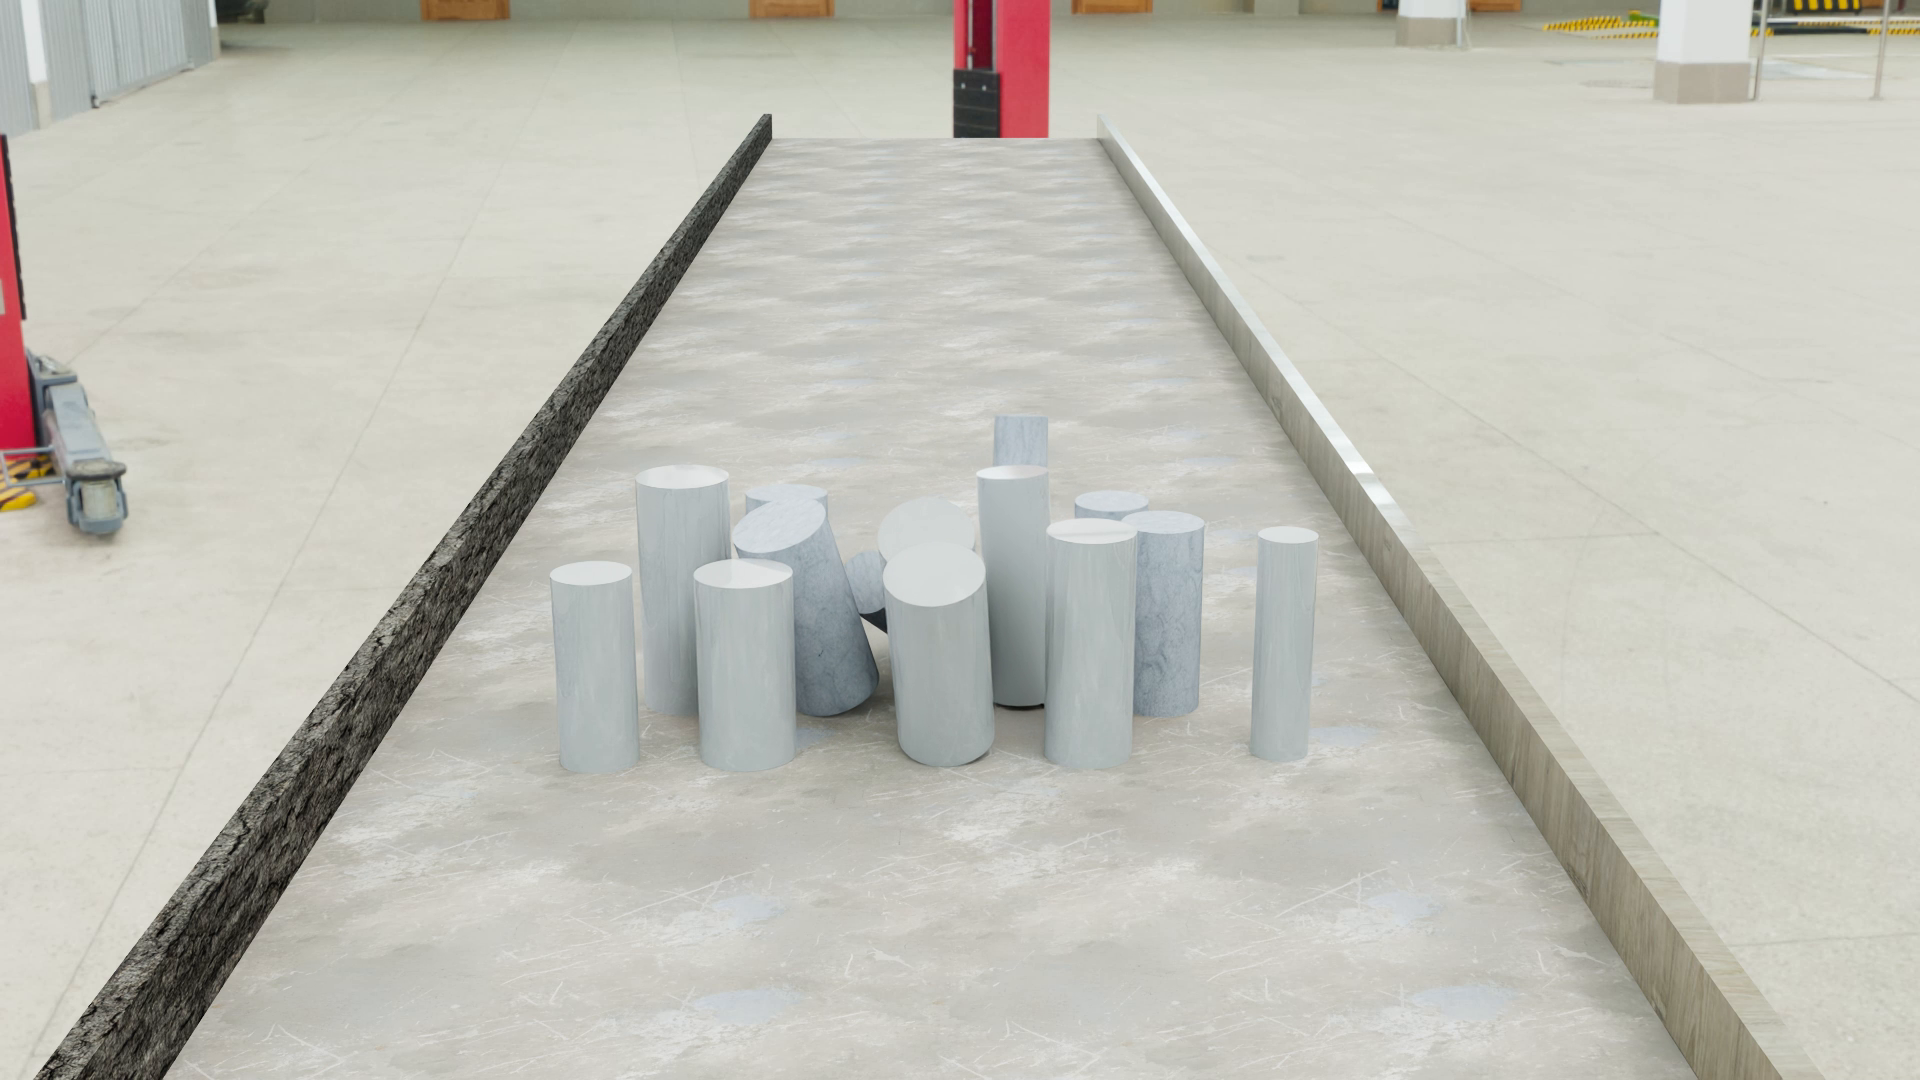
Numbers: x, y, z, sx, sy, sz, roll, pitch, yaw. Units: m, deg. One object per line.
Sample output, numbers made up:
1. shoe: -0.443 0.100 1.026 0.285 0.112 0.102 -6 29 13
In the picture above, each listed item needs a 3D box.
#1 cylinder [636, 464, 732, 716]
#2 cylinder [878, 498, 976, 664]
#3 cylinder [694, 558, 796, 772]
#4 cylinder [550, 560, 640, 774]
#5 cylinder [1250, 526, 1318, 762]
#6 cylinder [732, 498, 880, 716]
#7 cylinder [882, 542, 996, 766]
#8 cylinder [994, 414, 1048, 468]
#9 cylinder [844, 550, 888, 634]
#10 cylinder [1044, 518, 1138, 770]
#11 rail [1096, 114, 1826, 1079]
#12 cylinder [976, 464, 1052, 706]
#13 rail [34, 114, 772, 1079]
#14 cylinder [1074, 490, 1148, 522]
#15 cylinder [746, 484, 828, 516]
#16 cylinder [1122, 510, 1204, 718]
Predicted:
1. cylinder: -0.515 0.093 4.139 0.173 0.441 0.173 0 17 0
2. cylinder: -0.052 0.118 4.060 0.174 0.418 0.174 -1 53 2
3. cylinder: -0.379 0.220 3.891 0.173 0.339 0.173 0 17 0
4. cylinder: -0.641 0.223 3.867 0.141 0.347 0.141 0 17 0
5. cylinder: 0.573 0.185 3.895 0.104 0.405 0.104 0 17 0
6. cylinder: -0.283 0.125 4.079 0.176 0.376 0.176 -12 32 7
7. cylinder: -0.034 0.202 3.838 0.175 0.366 0.175 -2 37 2
8. cylinder: 0.125 -0.060 4.685 0.114 0.409 0.114 1 5 0
9. cylinder: -0.115 0.128 4.305 0.126 0.126 0.326 8 -14 24
10. cylinder: 0.229 0.182 3.888 0.159 0.414 0.159 0 17 0
11. rail: 0.932 -0.844 7.801 0.050 0.150 12.000 0 17 -1
12. cylinder: 0.111 0.085 4.158 0.136 0.436 0.136 -3 12 1
13. rail: -1.118 -0.838 7.780 0.050 0.150 12.000 0 17 -1
14. cylinder: 0.302 0.077 4.394 0.146 0.324 0.146 -1 17 0
15. cylinder: -0.345 0.068 4.398 0.162 0.334 0.162 0 14 0
16. cylinder: 0.377 0.138 4.133 0.154 0.359 0.154 0 17 0
